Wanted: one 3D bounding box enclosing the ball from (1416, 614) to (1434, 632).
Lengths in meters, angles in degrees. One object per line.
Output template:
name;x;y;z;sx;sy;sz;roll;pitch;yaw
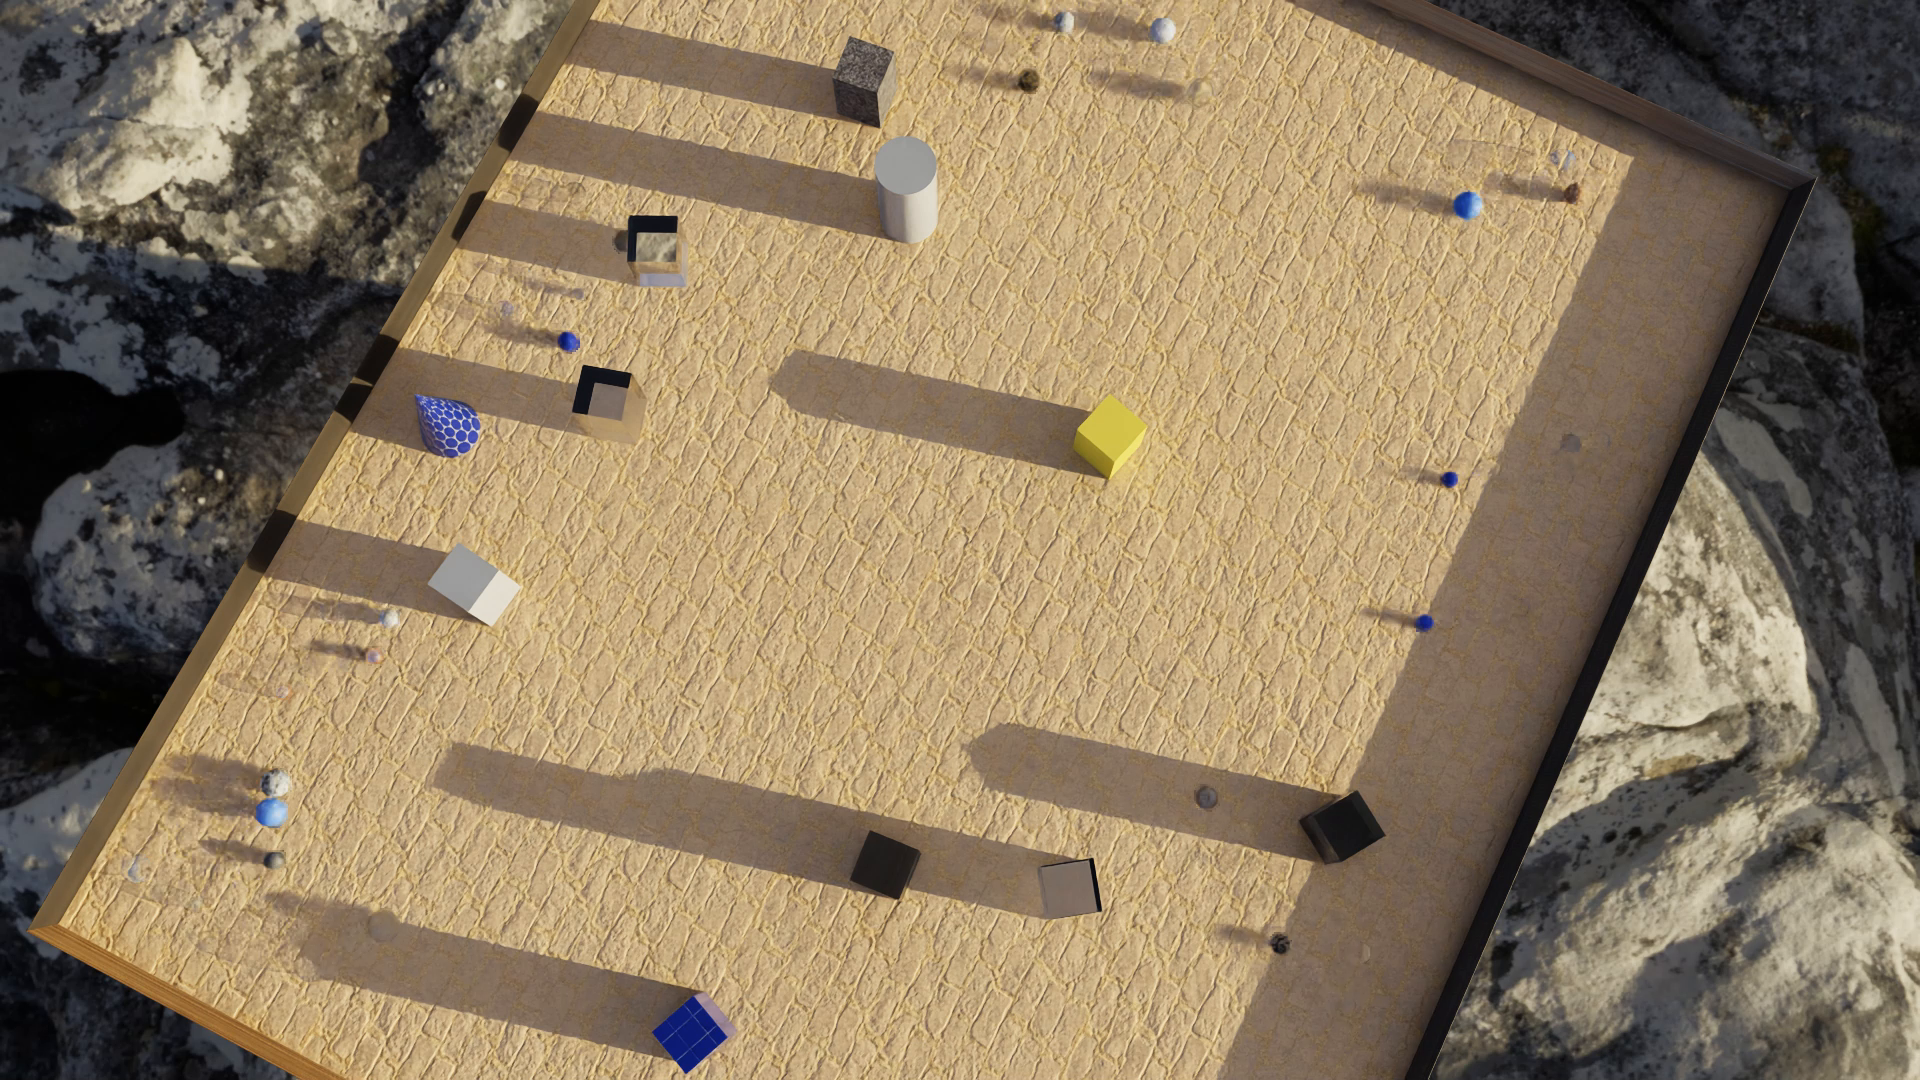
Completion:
ball;1.404;0.250;5.538;0.052;0.052;0.052;0;78;0

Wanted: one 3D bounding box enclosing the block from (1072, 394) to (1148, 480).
block;0.454;-0.312;5.565;0.149;0.226;0.149;41;81;8

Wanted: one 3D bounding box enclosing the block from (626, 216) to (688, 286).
block;-0.936;-0.894;5.686;0.149;0.225;0.149;0;78;0

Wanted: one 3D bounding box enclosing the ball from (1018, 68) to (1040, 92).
ball;0.220;-1.477;5.884;0.074;0.074;0.074;0;78;0

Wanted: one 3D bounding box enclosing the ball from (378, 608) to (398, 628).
ball;-1.728;0.237;5.538;0.058;0.058;0.058;0;78;0

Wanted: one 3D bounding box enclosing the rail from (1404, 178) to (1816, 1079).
rail;1.663;0.821;5.384;0.045;0.121;4.462;26;80;5

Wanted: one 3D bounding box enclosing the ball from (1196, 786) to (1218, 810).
ball;0.730;0.763;5.424;0.068;0.068;0.068;0;78;0

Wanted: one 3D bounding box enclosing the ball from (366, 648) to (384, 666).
ball;-1.763;0.350;5.517;0.052;0.052;0.052;0;78;0

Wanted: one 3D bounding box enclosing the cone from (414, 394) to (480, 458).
cone;-1.581;-0.384;5.499;0.186;0.385;0.186;0;78;0

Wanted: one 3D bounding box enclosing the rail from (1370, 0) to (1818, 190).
rail;0.987;-1.927;5.952;3.766;0.121;0.045;26;80;5

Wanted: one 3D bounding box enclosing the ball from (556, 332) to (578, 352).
ball;-1.224;-0.619;5.712;0.063;0.063;0.063;0;78;0

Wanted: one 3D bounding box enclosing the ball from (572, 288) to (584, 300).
ball;-1.199;-0.774;5.756;0.040;0.040;0.040;0;78;0

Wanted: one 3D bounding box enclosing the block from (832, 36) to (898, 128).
block;-0.298;-1.442;5.783;0.149;0.258;0.149;20;79;4

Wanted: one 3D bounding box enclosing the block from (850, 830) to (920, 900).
block;-0.212;0.939;5.270;0.149;0.298;0.149;21;79;4

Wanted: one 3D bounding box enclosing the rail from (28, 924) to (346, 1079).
rail;-0.987;1.940;5.153;3.766;0.121;0.045;26;80;5

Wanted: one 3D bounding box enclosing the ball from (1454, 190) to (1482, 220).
ball;1.604;-1.058;5.790;0.089;0.089;0.089;0;78;0

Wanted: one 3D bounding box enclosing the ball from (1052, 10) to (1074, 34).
ball;0.334;-1.675;5.927;0.070;0.070;0.070;0;78;0

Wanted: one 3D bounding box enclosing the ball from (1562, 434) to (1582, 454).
ball;1.886;-0.296;5.649;0.056;0.056;0.056;0;78;0

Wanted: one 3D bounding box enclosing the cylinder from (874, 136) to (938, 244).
cylinder;-0.162;-1.071;5.634;0.186;0.400;0.186;0;78;0

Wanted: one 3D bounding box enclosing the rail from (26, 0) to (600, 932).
rail;-1.663;-0.808;5.721;0.045;0.121;4.462;26;80;5

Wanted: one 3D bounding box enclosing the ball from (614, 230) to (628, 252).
ball;-1.053;-0.941;5.774;0.072;0.072;0.072;0;78;0

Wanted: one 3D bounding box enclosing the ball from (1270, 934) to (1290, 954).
ball;0.934;1.178;5.344;0.057;0.057;0.057;0;78;0

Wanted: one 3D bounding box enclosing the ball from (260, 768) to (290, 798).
ball;-2.027;0.720;5.425;0.084;0.084;0.084;0;78;0

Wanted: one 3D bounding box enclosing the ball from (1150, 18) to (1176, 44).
ball;0.654;-1.643;5.914;0.083;0.083;0.083;0;78;0

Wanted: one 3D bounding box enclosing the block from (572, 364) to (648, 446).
block;-1.059;-0.407;5.555;0.149;0.286;0.149;10;79;2

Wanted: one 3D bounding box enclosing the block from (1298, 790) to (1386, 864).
block;1.107;0.836;5.323;0.149;0.235;0.149;-30;80;-6

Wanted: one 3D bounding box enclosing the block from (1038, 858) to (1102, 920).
block;0.312;1.003;5.260;0.149;0.292;0.149;-9;78;-2

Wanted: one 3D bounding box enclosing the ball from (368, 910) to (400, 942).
ball;-1.677;1.125;5.338;0.089;0.089;0.089;0;78;0

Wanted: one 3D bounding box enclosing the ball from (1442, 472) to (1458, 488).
ball;1.505;-0.185;5.628;0.053;0.053;0.053;0;78;0

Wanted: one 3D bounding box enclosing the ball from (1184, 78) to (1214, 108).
ball;0.764;-1.431;5.865;0.093;0.093;0.093;0;78;0

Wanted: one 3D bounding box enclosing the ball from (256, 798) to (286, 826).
ball;-2.031;0.803;5.399;0.085;0.085;0.085;0;78;0

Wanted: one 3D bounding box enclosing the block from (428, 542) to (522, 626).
block;-1.441;0.135;5.449;0.149;0.273;0.149;33;80;6

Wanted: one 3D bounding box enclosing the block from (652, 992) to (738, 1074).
block;-0.747;1.395;5.195;0.149;0.261;0.149;-41;81;-8

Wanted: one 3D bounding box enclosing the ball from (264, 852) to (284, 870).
ball;-2.017;0.944;5.392;0.057;0.057;0.057;0;78;0

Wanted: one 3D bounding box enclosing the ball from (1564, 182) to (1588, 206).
ball;1.952;-1.097;5.808;0.070;0.070;0.070;0;78;0
